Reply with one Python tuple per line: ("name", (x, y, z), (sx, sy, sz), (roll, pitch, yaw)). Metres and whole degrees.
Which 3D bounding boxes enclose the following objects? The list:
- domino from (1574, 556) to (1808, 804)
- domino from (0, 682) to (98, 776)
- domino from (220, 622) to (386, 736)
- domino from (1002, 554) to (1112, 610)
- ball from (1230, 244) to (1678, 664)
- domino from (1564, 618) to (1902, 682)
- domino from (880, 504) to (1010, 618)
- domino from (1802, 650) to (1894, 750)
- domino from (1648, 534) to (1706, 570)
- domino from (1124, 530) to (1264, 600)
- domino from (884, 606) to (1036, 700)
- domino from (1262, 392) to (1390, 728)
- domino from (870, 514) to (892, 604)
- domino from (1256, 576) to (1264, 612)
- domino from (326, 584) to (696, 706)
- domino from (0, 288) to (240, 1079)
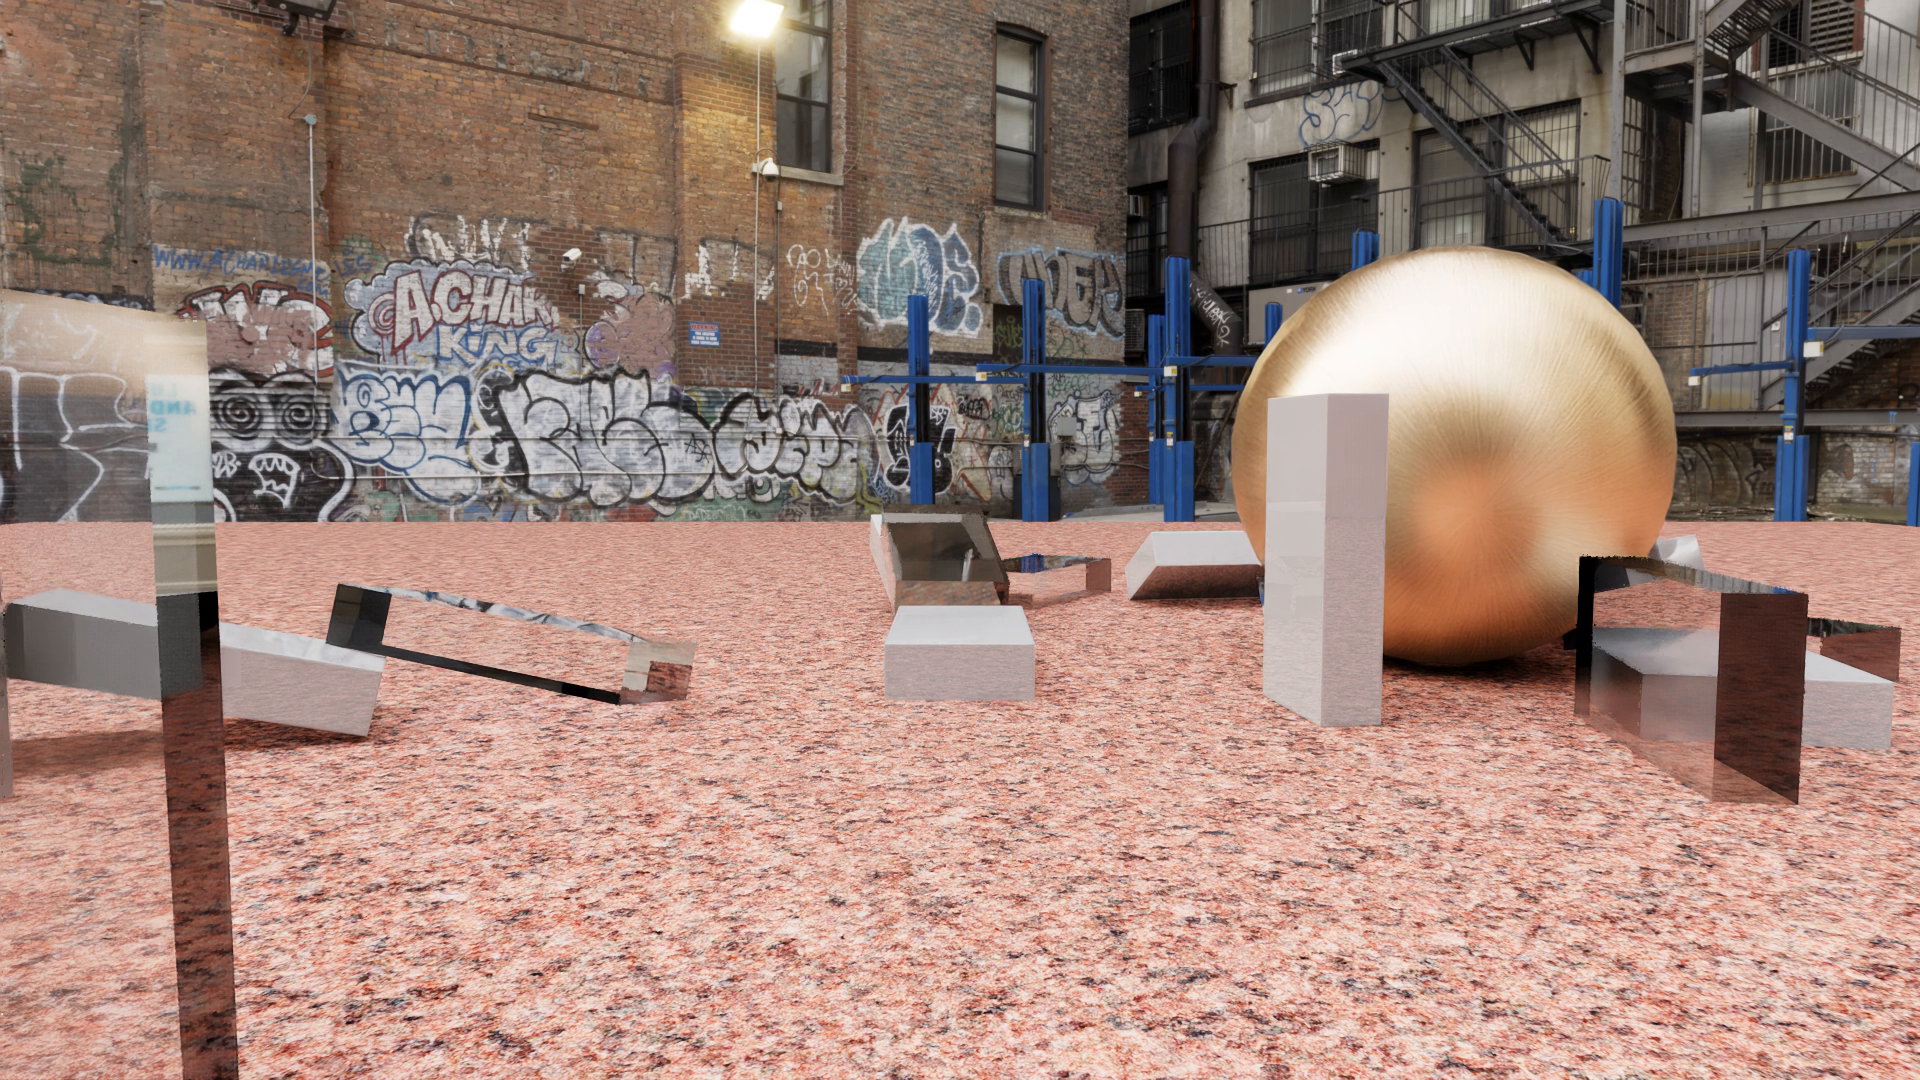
("domino", (0.098, 0.017, 0.176), (0.009, 0.025, 0.050), (1, 4, 8))
("domino", (-0.144, 0.025, 0.168), (0.050, 0.009, 0.025), (-2, 5, -29))
("domino", (-0.111, 0.018, 0.186), (0.050, 0.009, 0.025), (14, -3, -22))
("domino", (0.020, 0.011, 0.356), (0.025, 0.009, 0.050), (3, 5, 30))
("ball", (0.093, -0.016, 0.248), (0.080, 0.080, 0.080), (0, 4, 0))
("domino", (0.147, 0.019, 0.248), (0.025, 0.009, 0.050), (-2, 5, -27))
("domino", (-0.005, 0.004, 0.304), (0.025, 0.009, 0.050), (1, 21, -8))
("domino", (0.123, 0.022, 0.205), (0.025, 0.009, 0.050), (1, 4, 13))
("domino", (0.132, 0.010, 0.283), (0.025, 0.009, 0.050), (-4, -10, -44))
("domino", (0.072, 0.007, 0.344), (0.050, 0.009, 0.025), (-1, -23, -10))
("domino", (0.000, 0.020, 0.238), (0.025, 0.009, 0.050), (0, 4, 0))
("domino", (0.057, 0.002, 0.204), (0.009, 0.050, 0.025), (0, 4, -7))
("domino", (-0.007, 0.006, 0.325), (0.025, 0.010, 0.050), (-1, 21, -12))
("domino", (0.101, 0.009, 0.312), (0.050, 0.009, 0.025), (-14, -6, 41))
("domino", (-0.071, 0.017, 0.207), (0.050, 0.009, 0.025), (10, -3, 12))
("domino", (-0.051, 0.012, 0.067), (0.009, 0.050, 0.025), (0, 4, 2))
